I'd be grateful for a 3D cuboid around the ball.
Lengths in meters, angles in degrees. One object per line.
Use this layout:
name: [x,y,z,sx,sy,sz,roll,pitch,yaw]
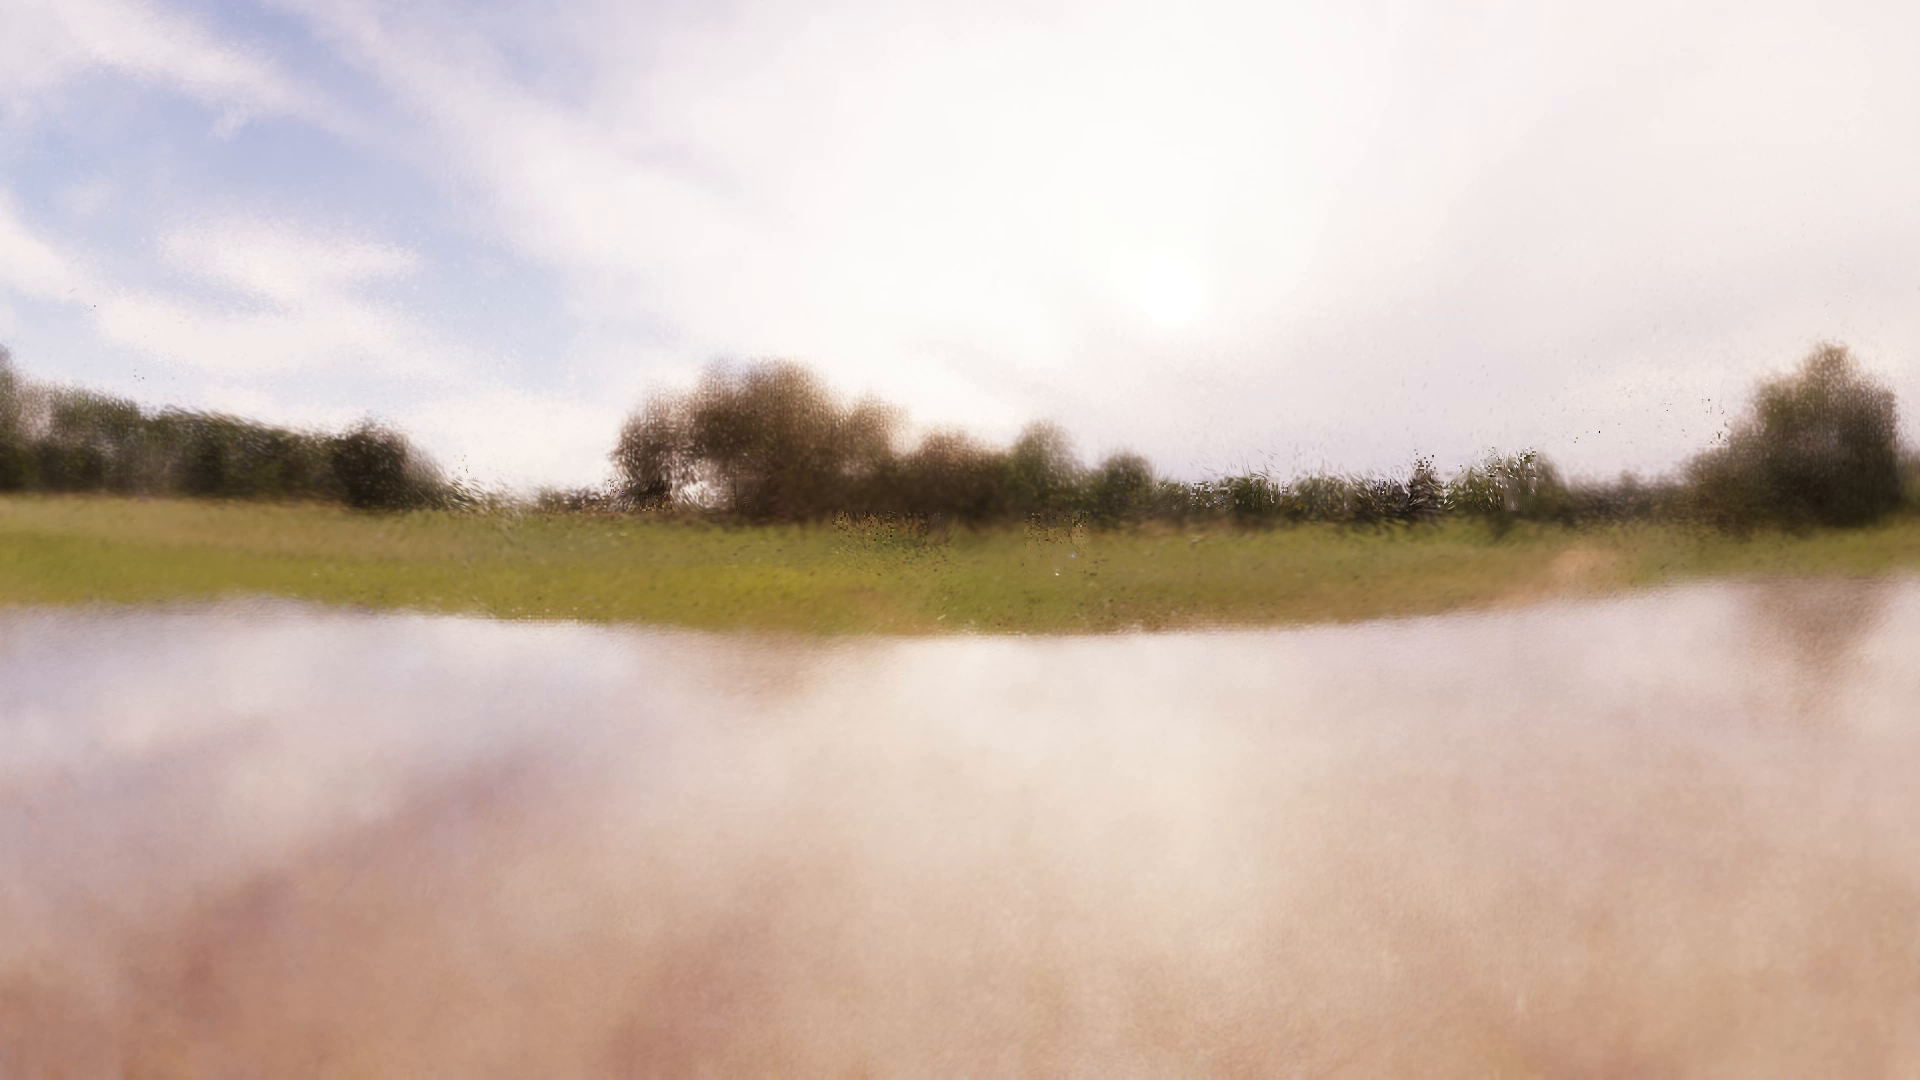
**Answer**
ball: [0.000,-0.002,0.056,0.080,0.080,0.080,0,4,0]
